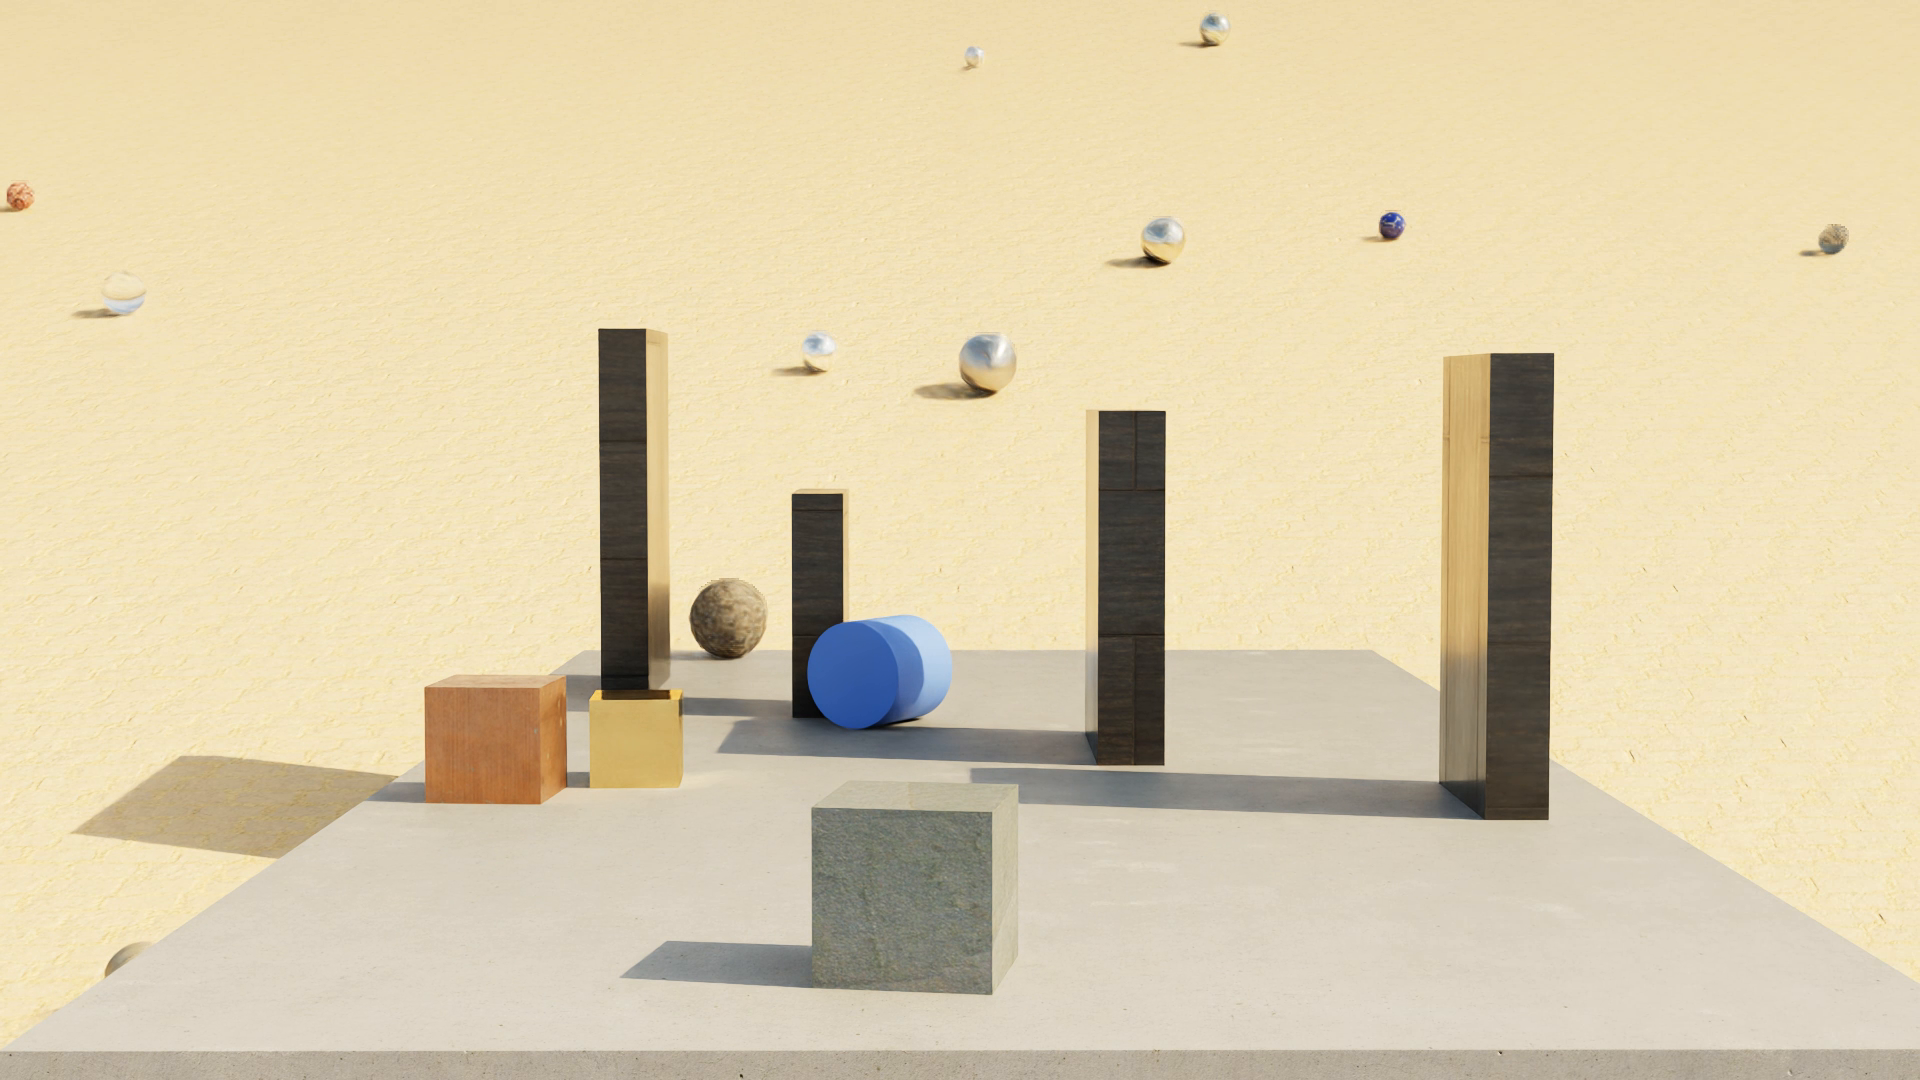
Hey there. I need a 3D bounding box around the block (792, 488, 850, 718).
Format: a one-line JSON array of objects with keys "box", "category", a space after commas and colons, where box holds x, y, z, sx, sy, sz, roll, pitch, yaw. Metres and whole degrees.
[{"box": [-0.285, 0.124, 5.271, 0.104, 0.450, 0.277, 0, 3, 0], "category": "block"}]

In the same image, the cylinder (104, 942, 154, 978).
[{"box": [-1.592, 0.878, 5.038, 0.135, 0.135, 0.135, -13, 24, -30], "category": "cylinder"}]

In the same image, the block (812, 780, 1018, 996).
[{"box": [-0.047, 0.384, 2.873, 0.199, 0.199, 0.199, 0, 3, 9], "category": "block"}]

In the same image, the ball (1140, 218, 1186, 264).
[{"box": [0.825, -1.217, 10.446, 0.186, 0.186, 0.186, 0, 21, 0], "category": "ball"}]

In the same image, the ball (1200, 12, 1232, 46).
[{"box": [1.503, -3.010, 15.132, 0.186, 0.186, 0.186, 0, 21, 0], "category": "ball"}]

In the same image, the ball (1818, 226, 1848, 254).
[{"box": [3.597, -1.235, 10.590, 0.115, 0.115, 0.115, 0, 21, 0], "category": "ball"}]

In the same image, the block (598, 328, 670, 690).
[{"box": [-0.716, -0.067, 5.670, 0.102, 0.787, 0.416, 0, 3, 0], "category": "block"}]

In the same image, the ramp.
[{"box": [0.049, 0.441, 4.532, 2.000, 0.100, 4.000, 0, 3, 0], "category": "ramp"}]

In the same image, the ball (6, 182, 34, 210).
[{"box": [-4.139, -1.516, 11.318, 0.121, 0.121, 0.121, 0, 21, 0], "category": "ball"}]

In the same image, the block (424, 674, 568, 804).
[{"box": [-0.747, 0.320, 4.150, 0.185, 0.185, 0.185, 0, 3, 4], "category": "block"}]

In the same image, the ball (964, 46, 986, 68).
[{"box": [0.081, -2.722, 14.466, 0.124, 0.124, 0.124, 0, 21, 0], "category": "ball"}]

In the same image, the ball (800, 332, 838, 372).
[{"box": [-0.497, -0.662, 9.060, 0.139, 0.139, 0.139, 0, 21, 0], "category": "ball"}]

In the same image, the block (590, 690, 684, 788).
[{"box": [-0.540, 0.331, 4.295, 0.146, 0.146, 0.146, 0, 3, -3], "category": "block"}]

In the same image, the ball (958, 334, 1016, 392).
[{"box": [0.094, -0.608, 8.828, 0.204, 0.204, 0.204, 0, 21, 0], "category": "ball"}]

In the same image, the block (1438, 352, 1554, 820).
[{"box": [0.845, 0.062, 4.068, 0.097, 0.708, 0.374, 0, 3, 0], "category": "block"}]

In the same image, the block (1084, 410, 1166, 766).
[{"box": [0.298, 0.073, 4.678, 0.117, 0.618, 0.433, 0, 3, 0], "category": "block"}]

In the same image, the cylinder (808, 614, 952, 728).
[{"box": [-0.157, 0.258, 5.062, 0.208, 0.208, 0.208, 12, 8, 29], "category": "cylinder"}]

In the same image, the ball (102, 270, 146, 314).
[{"box": [-3.174, -0.940, 9.752, 0.162, 0.162, 0.162, 0, 21, 0], "category": "ball"}]

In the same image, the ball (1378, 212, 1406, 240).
[{"box": [1.820, -1.325, 10.826, 0.115, 0.115, 0.115, 0, 21, 0], "category": "ball"}]

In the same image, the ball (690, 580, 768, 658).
[{"box": [-0.570, 0.195, 6.323, 0.191, 0.191, 0.191, 0, 21, 0], "category": "ball"}]
